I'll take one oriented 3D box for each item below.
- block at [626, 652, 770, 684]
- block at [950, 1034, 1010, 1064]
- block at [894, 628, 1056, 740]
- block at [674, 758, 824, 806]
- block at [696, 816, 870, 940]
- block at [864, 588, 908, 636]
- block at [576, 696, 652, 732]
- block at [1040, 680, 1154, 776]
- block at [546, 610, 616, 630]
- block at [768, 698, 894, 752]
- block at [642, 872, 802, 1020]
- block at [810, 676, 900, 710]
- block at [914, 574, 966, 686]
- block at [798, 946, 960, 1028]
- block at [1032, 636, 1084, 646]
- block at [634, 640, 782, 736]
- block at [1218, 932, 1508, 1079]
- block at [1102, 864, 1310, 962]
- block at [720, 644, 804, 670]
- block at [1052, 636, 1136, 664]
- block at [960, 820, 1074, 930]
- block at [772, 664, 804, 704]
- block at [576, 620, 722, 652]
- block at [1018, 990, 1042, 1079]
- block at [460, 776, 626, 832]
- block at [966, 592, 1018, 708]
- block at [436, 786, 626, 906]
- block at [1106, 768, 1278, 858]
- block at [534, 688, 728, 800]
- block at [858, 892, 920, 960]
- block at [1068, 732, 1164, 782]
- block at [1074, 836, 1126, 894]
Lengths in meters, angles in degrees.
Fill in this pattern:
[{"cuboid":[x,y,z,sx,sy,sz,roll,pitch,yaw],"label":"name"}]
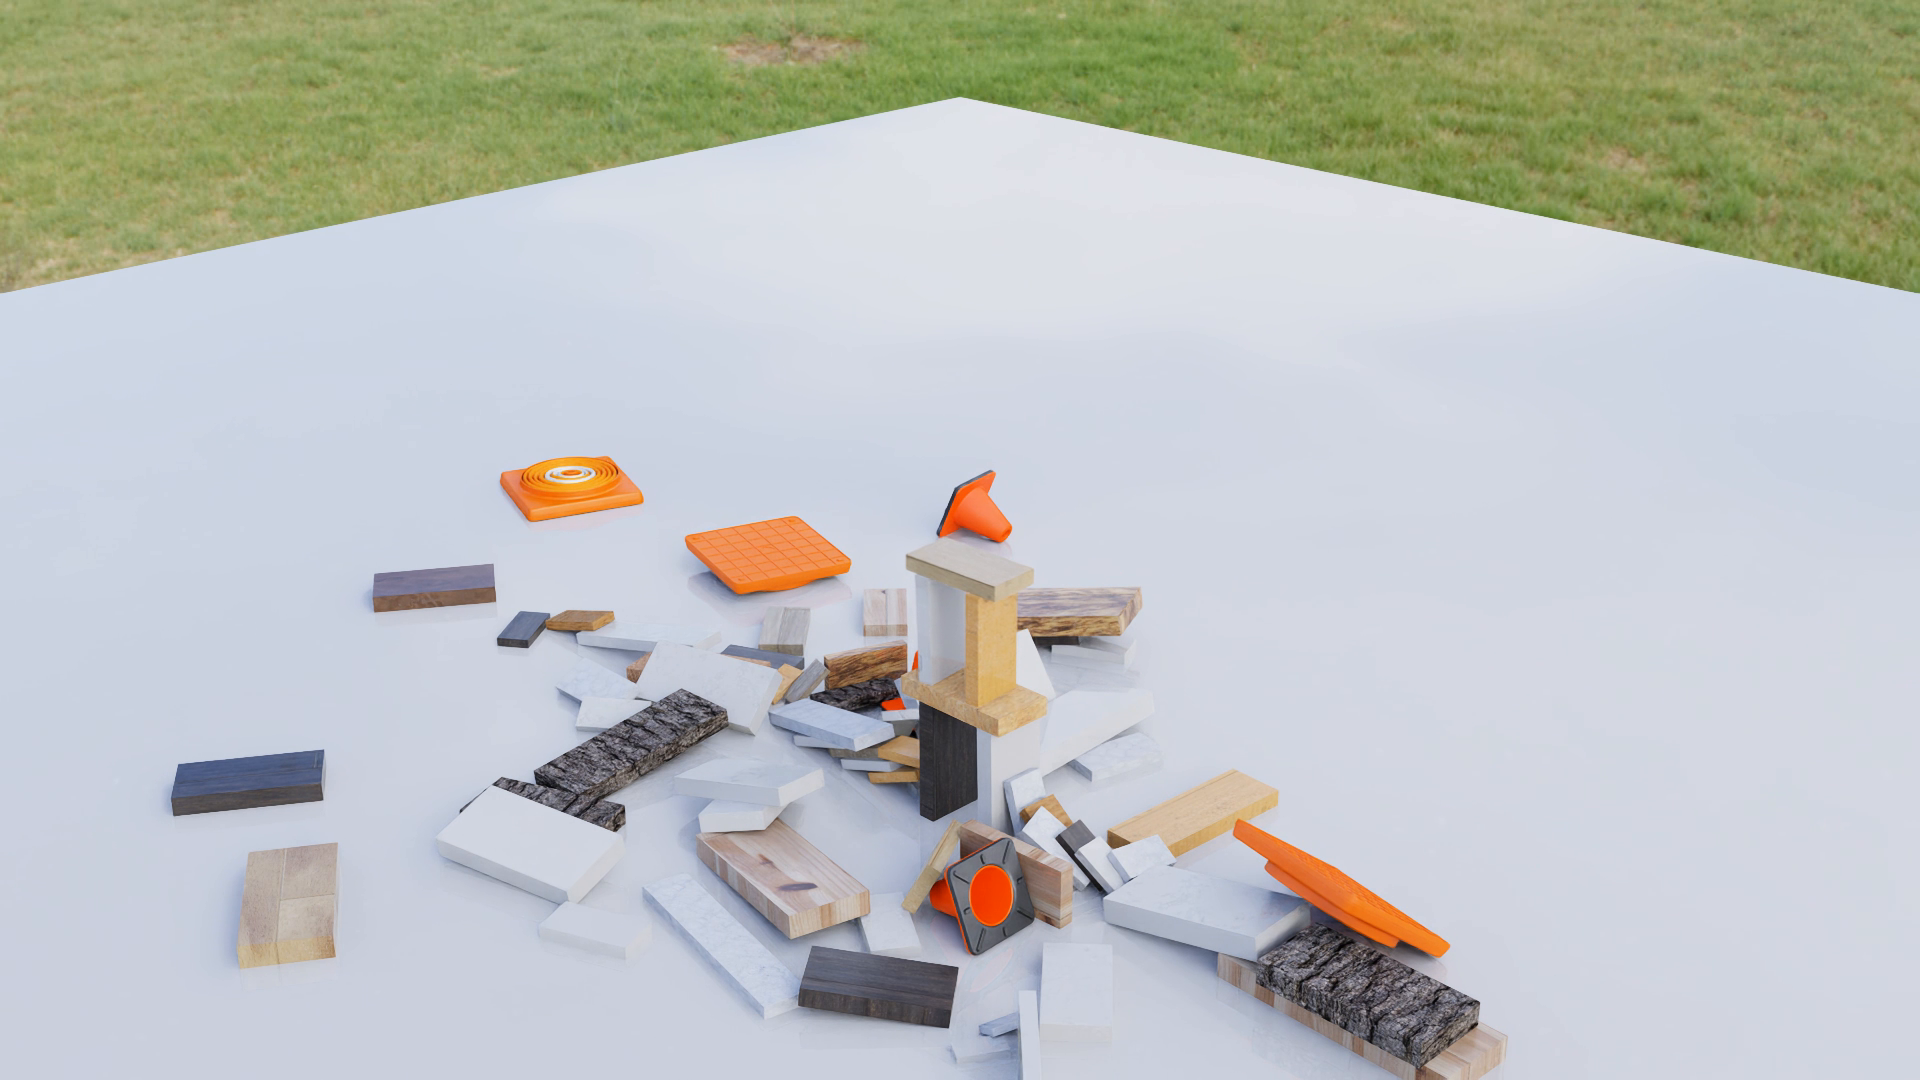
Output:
[{"cuboid":[-0.590,0.301,4.973,0.292,0.041,0.146,7,22,24],"label":"block"},{"cuboid":[0.034,0.860,3.716,0.094,0.013,0.047,-6,24,-14],"label":"block"},{"cuboid":[0.038,0.328,4.770,0.350,0.175,0.050,-19,-7,-37],"label":"block"},{"cuboid":[-0.423,0.483,4.401,0.286,0.037,0.132,1,14,38],"label":"block"},{"cuboid":[-0.340,0.632,4.173,0.167,0.047,0.397,-14,22,-29],"label":"block"},{"cuboid":[-0.181,0.174,5.313,0.105,0.030,0.210,-1,23,-2],"label":"block"},{"cuboid":[-0.752,0.383,4.784,0.153,0.022,0.076,4,53,9],"label":"block"},{"cuboid":[0.221,0.404,4.707,0.175,0.050,0.411,8,22,42],"label":"block"},{"cuboid":[-0.905,0.191,5.239,0.153,0.022,0.077,0,19,35],"label":"block"},{"cuboid":[-0.277,0.391,4.683,0.096,0.027,0.369,-18,15,-31],"label":"block"},{"cuboid":[-0.431,0.732,4.003,0.092,0.026,0.471,-15,27,-31],"label":"block"},{"cuboid":[-0.226,0.345,4.887,0.193,0.027,0.096,-12,13,-26],"label":"block"},{"cuboid":[-0.036,0.158,4.309,0.032,0.228,0.114,14,27,36],"label":"block"},{"cuboid":[-0.141,0.780,3.841,0.264,0.037,0.132,8,24,3],"label":"block"},{"cuboid":[0.195,0.213,5.172,0.210,0.030,0.105,-2,21,22],"label":"block"},{"cuboid":[-0.558,0.323,4.844,0.314,0.041,0.146,12,64,27],"label":"block"},{"cuboid":[0.688,0.804,3.803,0.170,0.048,0.491,-20,30,-39],"label":"block"},{"cuboid":[0.449,0.678,4.021,0.340,0.048,0.170,7,21,42],"label":"block"},{"cuboid":[-0.464,0.286,5.053,0.190,0.027,0.095,9,25,20],"label":"block"},{"cuboid":[0.313,0.247,5.145,0.177,0.025,0.089,9,24,19],"label":"block"},{"cuboid":[0.104,0.626,4.128,0.248,0.124,0.035,19,30,38],"label":"block"},{"cuboid":[-0.406,0.323,4.939,0.055,0.016,0.111,20,44,30],"label":"block"},{"cuboid":[-0.724,0.226,5.106,0.370,0.027,0.095,3,21,35],"label":"block"},{"cuboid":[0.114,0.857,3.607,0.029,0.104,0.258,0,23,0],"label":"block"},{"cuboid":[-0.835,0.554,4.403,0.293,0.042,0.147,10,25,21],"label":"block"},{"cuboid":[0.060,0.195,4.221,0.032,0.228,0.114,19,29,38],"label":"block"},{"cuboid":[-0.830,0.590,4.247,0.333,0.047,0.167,16,41,28],"label":"block"},{"cuboid":[0.469,0.556,4.407,0.371,0.035,0.124,-19,30,-38],"label":"block"},{"cuboid":[-0.688,0.437,4.627,0.147,0.042,0.405,20,36,38],"label":"block"},{"cuboid":[-0.135,0.712,4.050,0.092,0.026,0.184,-5,23,-11],"label":"block"},{"cuboid":[0.330,0.458,4.649,0.187,0.025,0.089,-14,27,-29],"label":"block"},{"cuboid":[0.284,0.628,4.170,0.066,0.019,0.132,-24,65,-44],"label":"block"}]
